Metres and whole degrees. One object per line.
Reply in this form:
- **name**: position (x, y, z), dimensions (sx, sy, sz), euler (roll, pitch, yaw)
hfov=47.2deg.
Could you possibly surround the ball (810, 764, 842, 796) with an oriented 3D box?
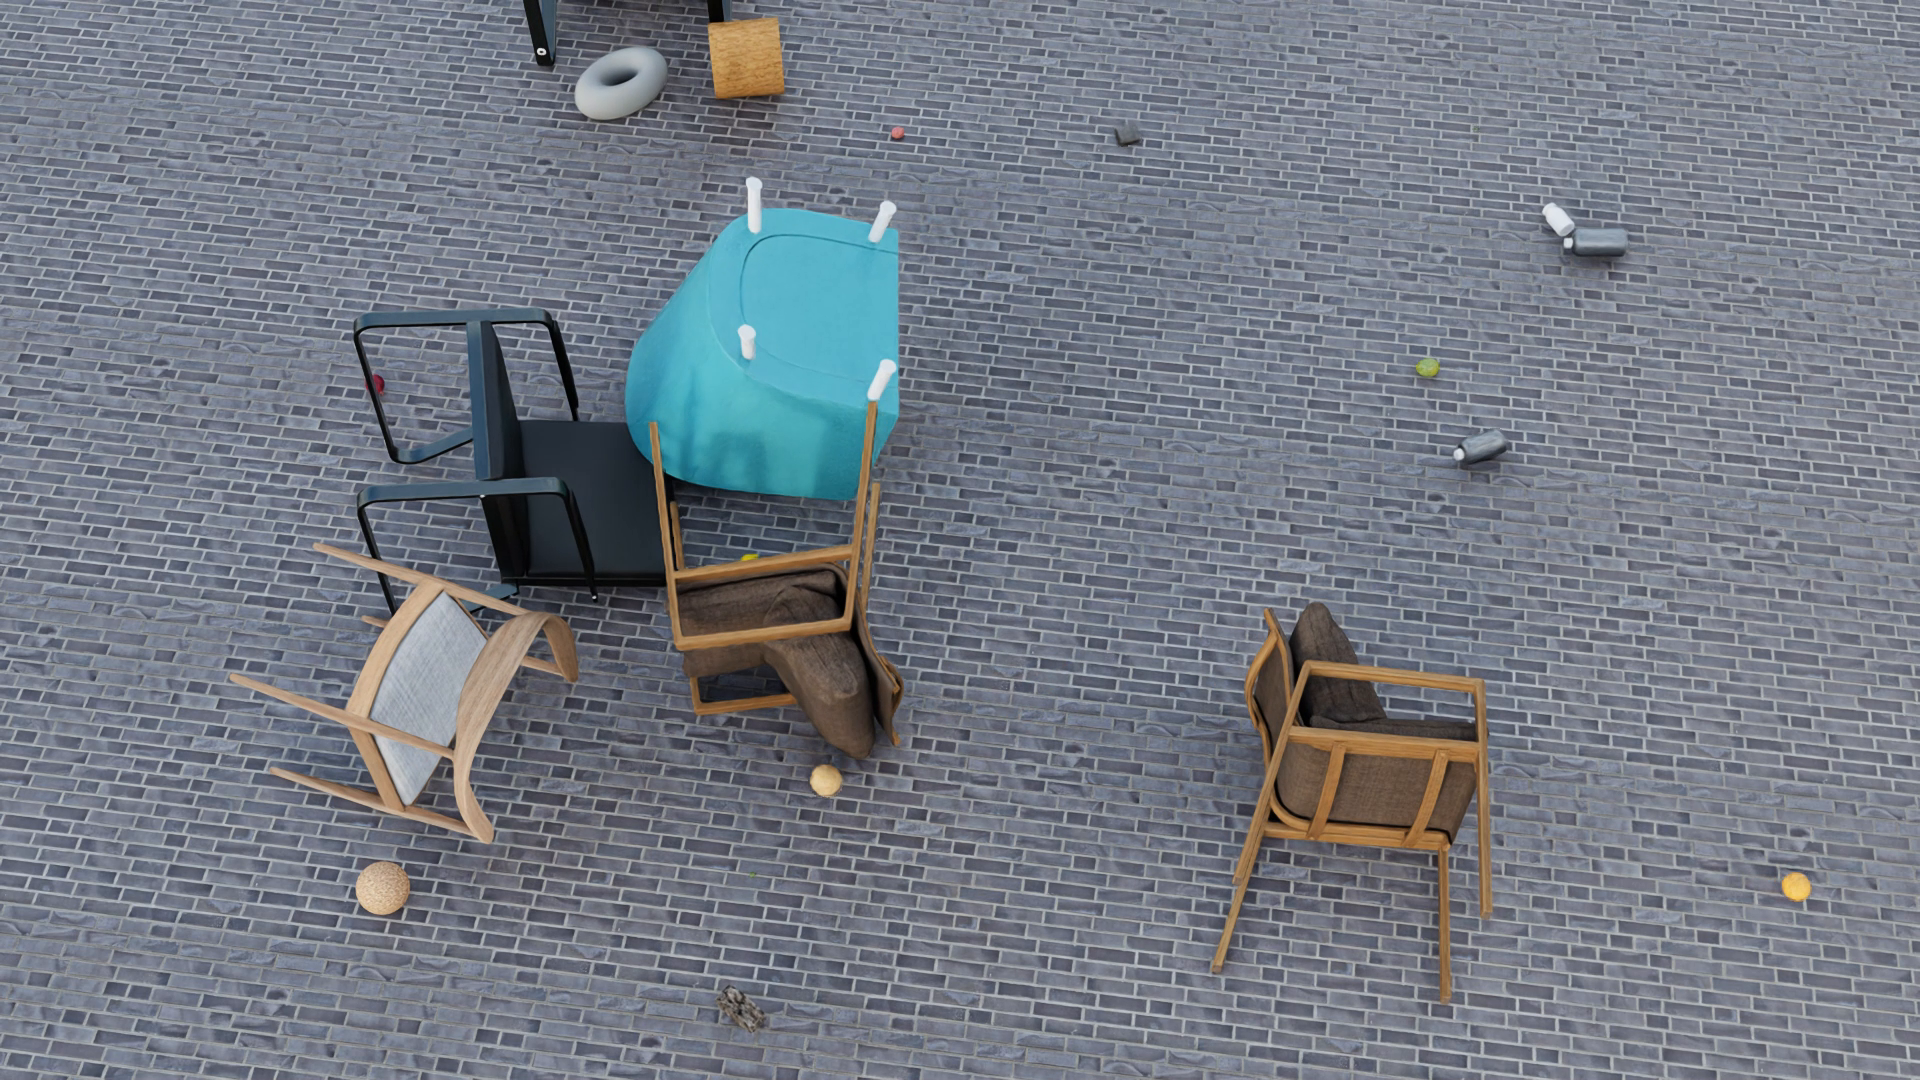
- **ball**: position (-0.370, 0.663, 6.077), dimensions (0.087, 0.087, 0.087), euler (0, 56, 0)

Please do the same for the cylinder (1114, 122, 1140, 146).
- **cylinder**: position (0.568, -1.380, 7.477), dimensions (0.070, 0.036, 0.069), euler (-20, 72, -3)

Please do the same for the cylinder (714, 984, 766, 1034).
- **cylinder**: position (-0.570, 1.218, 5.711), dimensions (0.139, 0.076, 0.052), euler (34, 62, 23)

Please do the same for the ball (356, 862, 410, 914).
- **ball**: position (-1.539, 0.928, 5.866), dimensions (0.141, 0.141, 0.141), euler (0, 56, 0)

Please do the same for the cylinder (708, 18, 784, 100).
- **cylinder**: position (-0.729, -1.644, 7.509), dimensions (0.237, 0.283, 0.175), euler (-6, 45, -4)

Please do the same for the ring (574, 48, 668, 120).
- **ring**: position (-1.162, -1.568, 7.548), dimensions (0.356, 0.132, 0.220), euler (-34, 64, -22)
